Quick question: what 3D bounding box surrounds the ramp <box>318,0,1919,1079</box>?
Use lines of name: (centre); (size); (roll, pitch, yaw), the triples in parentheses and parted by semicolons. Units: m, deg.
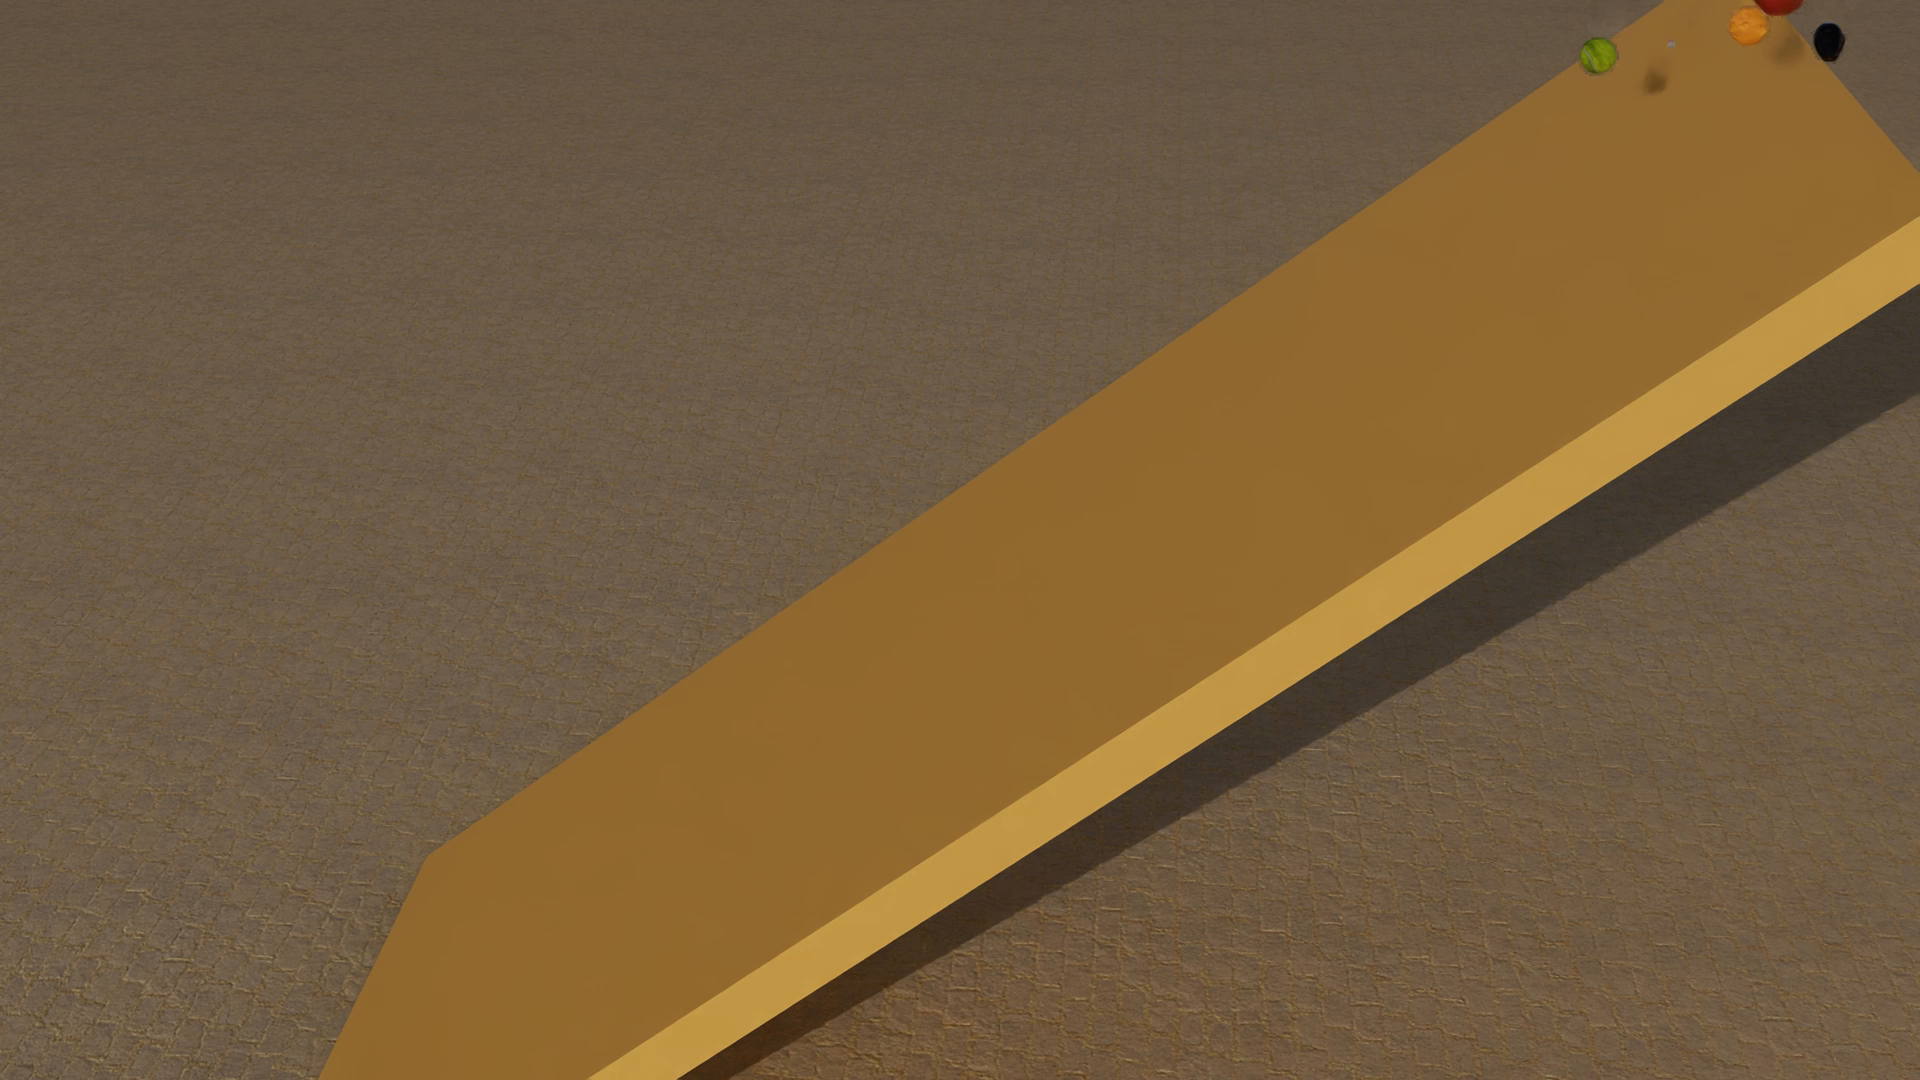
ramp: (0.128, 0.180, 6.324); (4.000, 0.100, 2.000); (-34, 16, 17)
